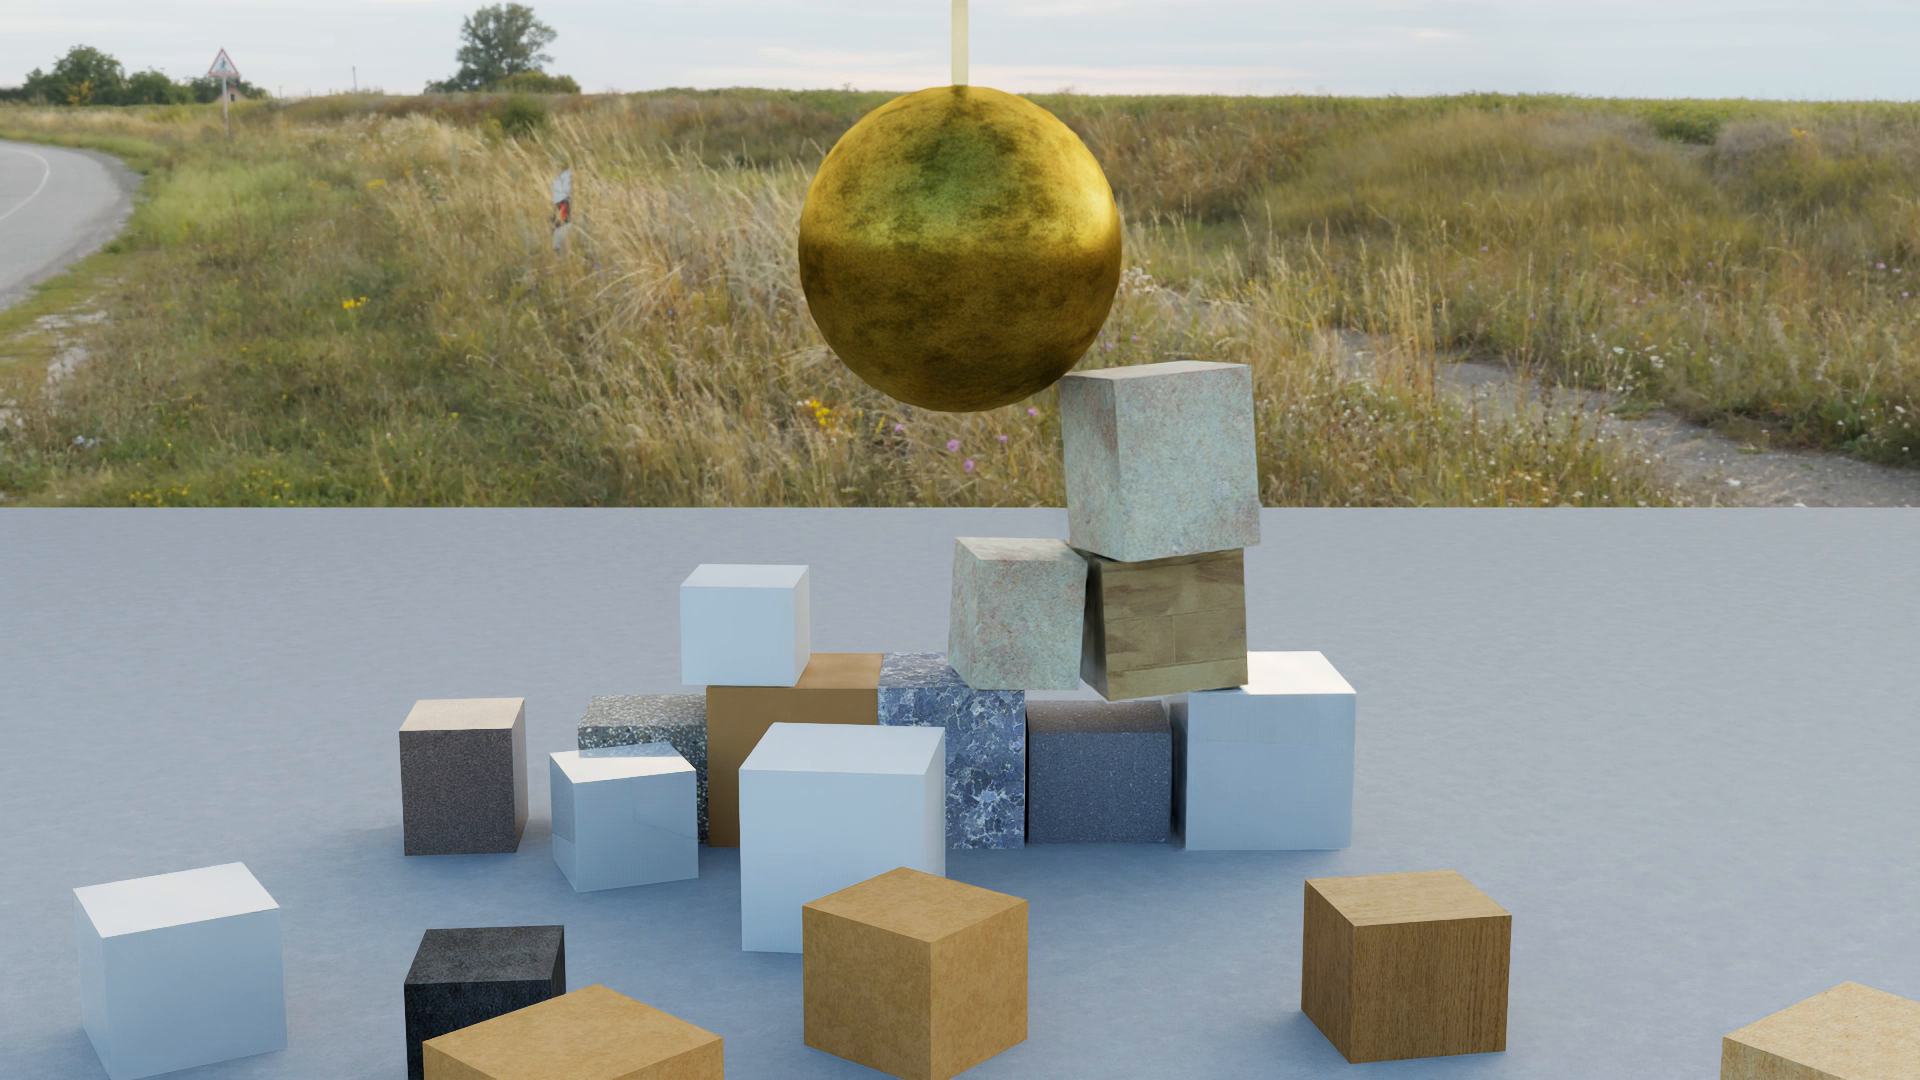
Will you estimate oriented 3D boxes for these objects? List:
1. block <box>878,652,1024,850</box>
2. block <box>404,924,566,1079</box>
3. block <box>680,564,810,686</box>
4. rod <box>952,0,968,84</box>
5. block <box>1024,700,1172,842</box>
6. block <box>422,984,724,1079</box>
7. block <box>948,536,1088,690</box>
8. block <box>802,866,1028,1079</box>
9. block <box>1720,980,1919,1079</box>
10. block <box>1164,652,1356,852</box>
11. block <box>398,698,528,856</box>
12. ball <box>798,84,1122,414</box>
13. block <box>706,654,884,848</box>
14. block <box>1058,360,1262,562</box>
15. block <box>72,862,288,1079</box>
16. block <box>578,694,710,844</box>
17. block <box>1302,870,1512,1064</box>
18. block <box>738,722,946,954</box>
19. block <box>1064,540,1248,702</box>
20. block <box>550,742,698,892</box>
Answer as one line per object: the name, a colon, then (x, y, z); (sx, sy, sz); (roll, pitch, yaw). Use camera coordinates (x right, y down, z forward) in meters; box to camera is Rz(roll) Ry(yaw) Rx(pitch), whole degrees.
block: (-0.040, 1.073, 11.342); (0.729, 0.831, 0.772); (0, 10, 0)
block: (-1.754, 1.795, 8.196); (0.518, 0.535, 0.559); (-1, 10, -5)
block: (-1.089, 0.428, 11.225); (0.569, 0.502, 0.584); (1, 10, 4)
rod: (0.000, -4.779, 10.270); (0.080, 5.200, 0.080); (0, 9, 0)
block: (0.706, 1.192, 11.406); (0.718, 0.574, 0.647); (0, 10, 0)
block: (-1.254, 1.930, 7.185); (0.674, 0.631, 0.697); (10, 14, 43)
block: (0.281, 0.365, 11.075); (0.543, 0.651, 0.587); (1, 11, -13)
block: (-0.174, 1.697, 8.625); (0.649, 0.575, 0.597); (8, 13, 38)
block: (2.943, 1.925, 7.088); (0.758, 0.676, 0.652); (-8, 13, -38)
block: (1.524, 1.078, 11.372); (0.834, 0.809, 0.892); (0, 10, -3)
block: (-2.515, 1.196, 11.196); (0.546, 0.642, 0.610); (-1, 10, -5)
ball: (0.000, -1.425, 10.826); (1.600, 1.600, 1.600); (0, 10, 0)
block: (-0.834, 1.073, 11.370); (0.854, 0.821, 0.771); (0, 10, 0)
block: (0.980, -0.406, 10.887); (0.713, 0.877, 0.738); (-7, 8, -18)
block: (-3.077, 1.687, 8.673); (0.653, 0.577, 0.636); (-6, 12, -30)
block: (-1.603, 1.177, 11.361); (0.642, 0.619, 0.632); (0, 10, -3)
block: (1.763, 1.684, 8.745); (0.641, 0.557, 0.553); (-2, 10, -11)
block: (-0.512, 1.335, 9.916); (0.808, 0.826, 0.779); (1, 10, 6)
block: (0.989, 0.362, 11.153); (0.726, 0.693, 0.684); (-6, 11, -12)
block: (-1.639, 1.338, 10.703); (0.592, 0.538, 0.551); (-4, 11, -22)
